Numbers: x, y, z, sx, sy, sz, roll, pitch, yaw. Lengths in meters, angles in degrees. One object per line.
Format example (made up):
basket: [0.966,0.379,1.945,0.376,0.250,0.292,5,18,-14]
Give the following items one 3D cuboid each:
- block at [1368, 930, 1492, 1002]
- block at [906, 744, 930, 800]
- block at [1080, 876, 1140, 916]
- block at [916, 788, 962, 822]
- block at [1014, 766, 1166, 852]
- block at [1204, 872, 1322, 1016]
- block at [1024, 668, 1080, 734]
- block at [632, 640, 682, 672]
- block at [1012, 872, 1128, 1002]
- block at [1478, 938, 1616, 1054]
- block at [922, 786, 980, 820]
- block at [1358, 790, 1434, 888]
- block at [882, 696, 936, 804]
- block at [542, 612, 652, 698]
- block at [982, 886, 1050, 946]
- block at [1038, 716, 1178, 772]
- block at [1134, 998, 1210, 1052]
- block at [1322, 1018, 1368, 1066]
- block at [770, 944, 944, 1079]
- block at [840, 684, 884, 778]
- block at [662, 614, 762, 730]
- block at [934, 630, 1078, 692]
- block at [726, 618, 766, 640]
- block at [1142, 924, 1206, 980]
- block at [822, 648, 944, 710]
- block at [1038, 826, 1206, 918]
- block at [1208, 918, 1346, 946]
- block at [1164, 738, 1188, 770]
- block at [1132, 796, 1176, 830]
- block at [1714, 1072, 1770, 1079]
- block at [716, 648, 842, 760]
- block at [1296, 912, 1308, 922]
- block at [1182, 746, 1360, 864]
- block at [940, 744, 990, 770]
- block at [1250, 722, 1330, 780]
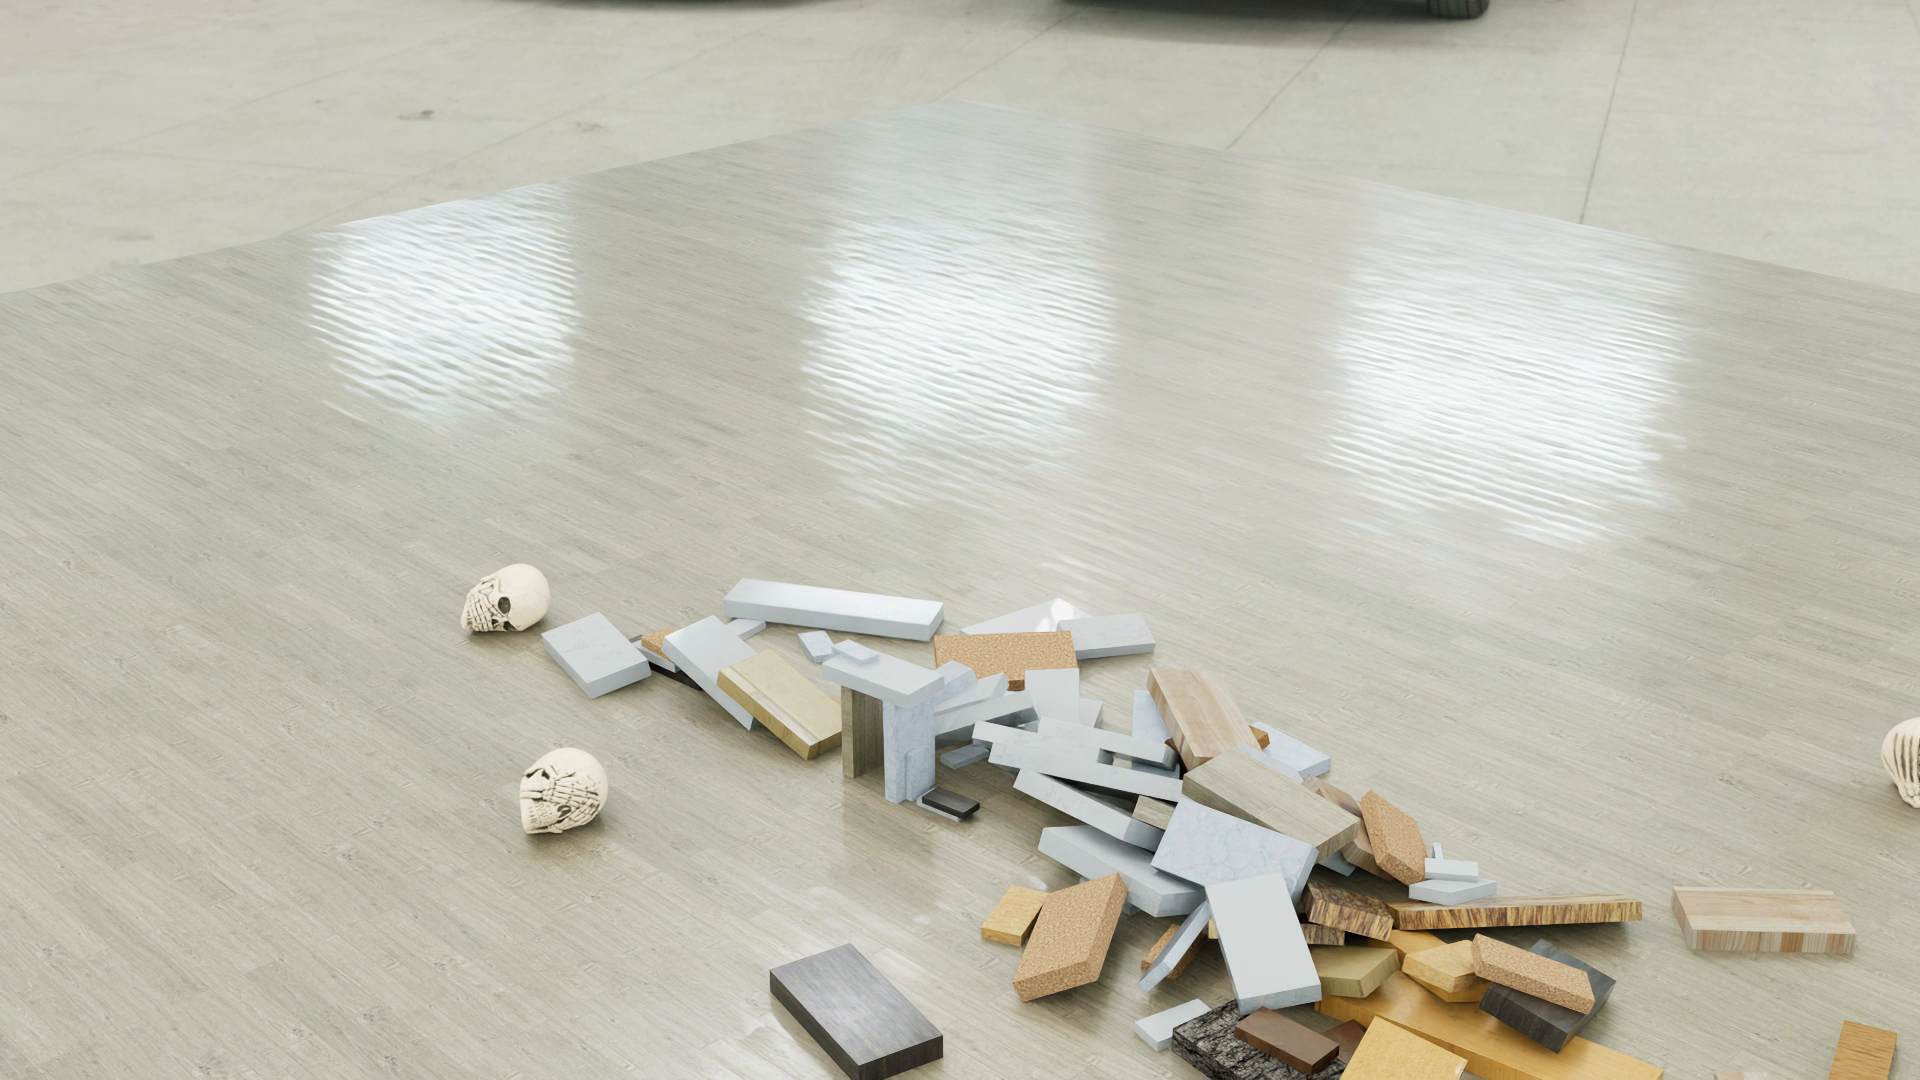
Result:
block: [0.838,0.749,3.876,0.119,0.034,0.238,5,11,-26]
block: [-0.085,0.476,4.502,0.015,0.107,0.054,20,30,39]
block: [0.298,0.664,4.170,0.068,0.019,0.135,-19,29,-37]
block: [-0.030,0.538,4.473,0.107,0.015,0.054,18,29,36]
block: [0.267,0.533,4.317,0.158,0.045,0.316,25,-3,-42]
block: [0.527,0.702,3.843,0.140,0.040,0.280,-11,35,-1]
block: [0.198,0.378,4.695,0.117,0.033,0.233,-3,48,5]
block: [-0.679,0.260,5.064,0.155,0.022,0.077,19,30,38]
block: [0.200,0.711,3.951,0.149,0.042,0.297,-21,15,22]
block: [1.007,0.776,3.758,0.146,0.041,0.293,29,21,25]
block: [-0.019,0.532,4.450,0.107,0.015,0.054,17,28,34]
block: [0.846,0.585,4.254,0.121,0.034,0.241,35,20,-12]
block: [-0.103,0.412,4.495,0.033,0.230,0.115,19,30,39]
block: [-0.839,0.263,5.058,0.148,0.042,0.296,-22,30,-23]
block: [0.105,0.697,4.089,0.078,0.022,0.157,9,25,20]
block: [0.305,0.420,4.524,0.268,0.038,0.134,12,-10,19]
block: [0.374,0.832,3.776,0.135,0.019,0.067,-13,26,-28]
block: [0.687,0.874,3.664,0.099,0.028,0.199,-15,27,-31]
block: [-0.182,0.813,3.785,0.162,0.046,0.324,-13,26,-29]
block: [-0.194,0.372,4.589,0.033,0.230,0.115,20,30,39]
block: [-0.509,0.292,4.884,0.296,0.042,0.148,39,41,25]
block: [0.104,0.281,4.986,0.314,0.044,0.157,-2,40,-5]
block: [-0.529,0.215,5.230,0.064,0.018,0.128,16,28,33]
block: [0.388,0.745,3.981,0.067,0.019,0.135,12,26,27]
block: [-0.157,0.278,4.476,0.230,0.033,0.115,17,28,35]
block: [0.315,0.624,4.170,0.158,0.045,0.316,4,14,-44]
block: [0.574,0.705,3.964,0.238,0.034,0.119,1,-8,12]
block: [0.524,0.468,4.551,0.099,0.028,0.199,-14,40,-41]
block: [0.502,0.571,4.215,0.316,0.045,0.158,19,-4,24]
block: [1.286,0.923,3.555,0.086,0.024,0.172,1,23,1]
block: [-0.374,0.355,4.770,0.296,0.042,0.148,36,39,30]
block: [0.661,0.707,4.077,0.097,0.014,0.049,-8,24,-19]
block: [0.588,0.504,4.171,0.153,0.043,0.306,-22,38,-40]
block: [0.011,0.458,4.664,0.095,0.014,0.048,-17,28,-35]
block: [0.672,0.450,4.662,0.104,0.030,0.209,-17,28,-35]
